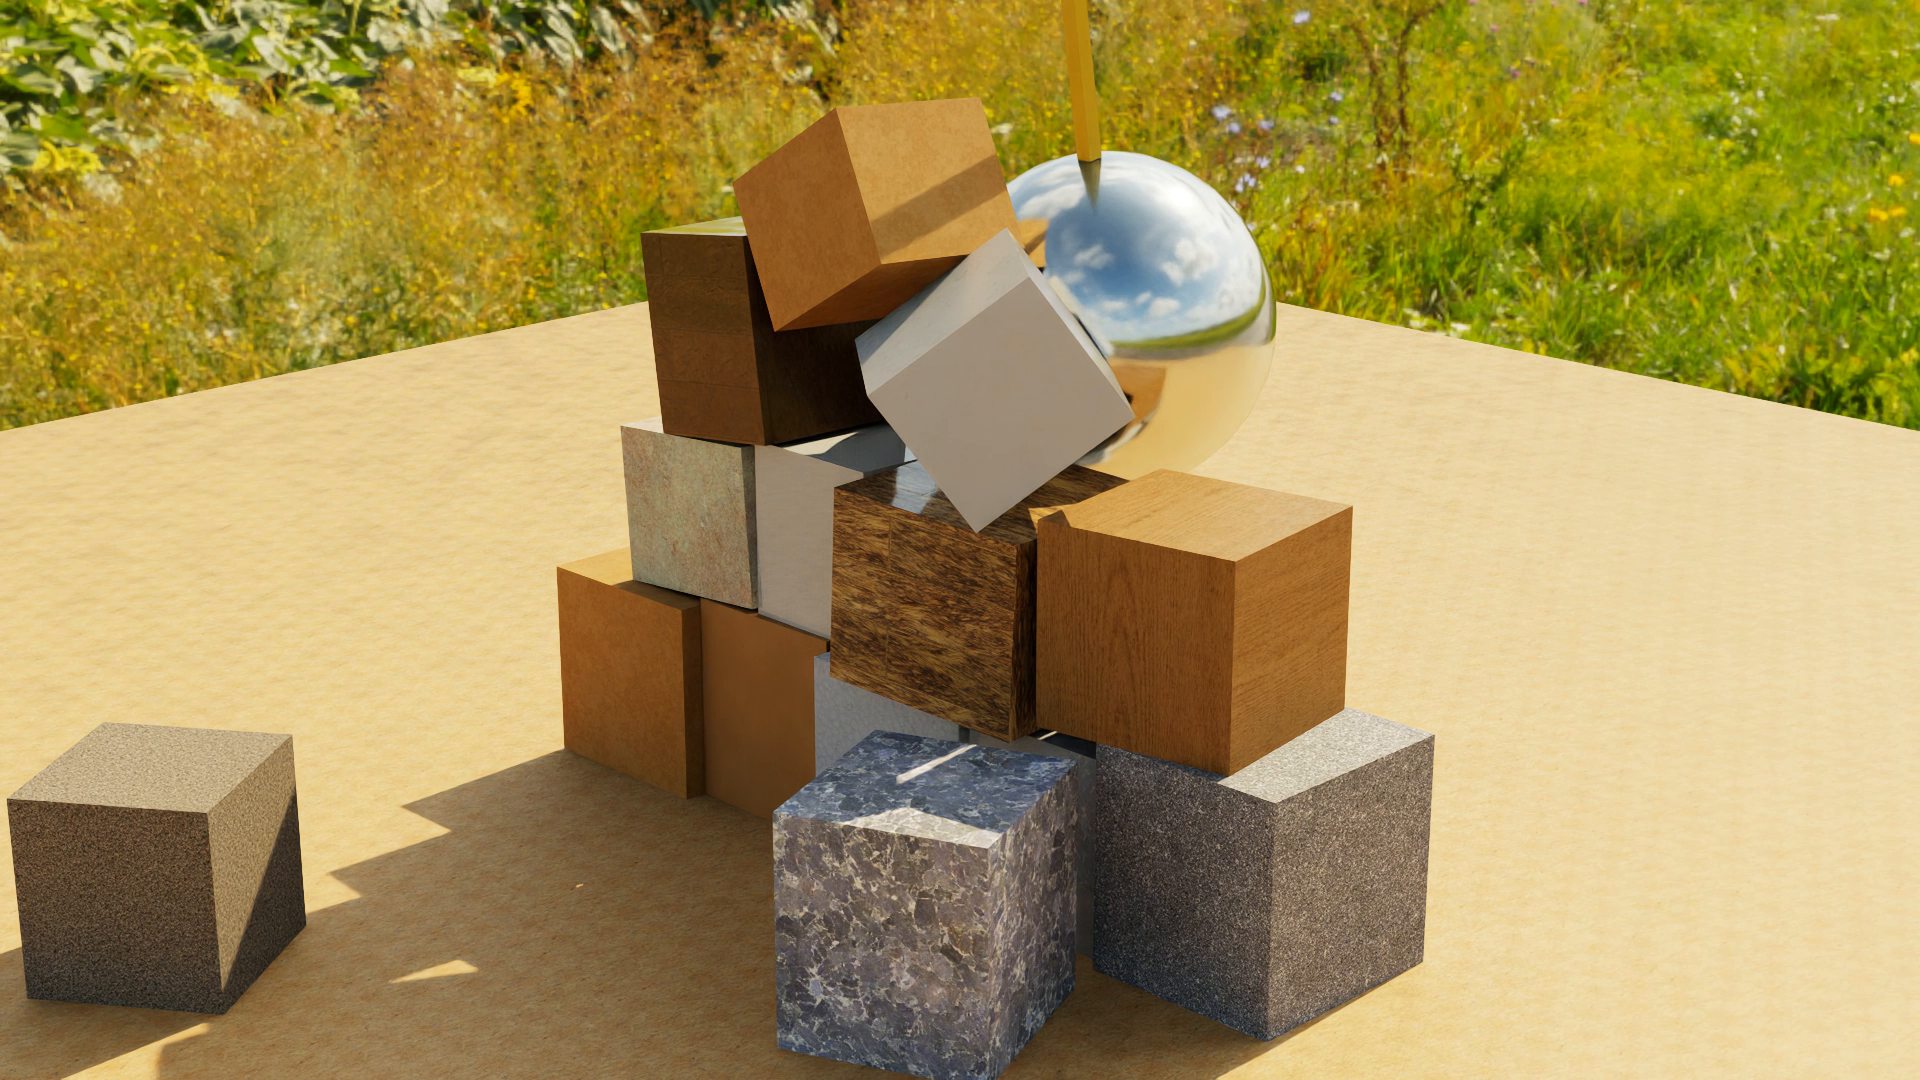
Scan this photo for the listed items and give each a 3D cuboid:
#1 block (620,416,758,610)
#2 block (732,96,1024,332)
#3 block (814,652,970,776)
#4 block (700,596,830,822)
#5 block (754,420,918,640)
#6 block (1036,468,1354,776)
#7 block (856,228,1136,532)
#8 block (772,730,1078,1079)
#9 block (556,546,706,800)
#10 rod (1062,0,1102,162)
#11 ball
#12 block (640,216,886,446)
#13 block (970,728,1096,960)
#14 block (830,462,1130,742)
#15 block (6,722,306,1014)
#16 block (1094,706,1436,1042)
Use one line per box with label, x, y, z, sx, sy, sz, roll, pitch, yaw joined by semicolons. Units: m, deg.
block;-1.019;-0.204;14.330;0.833;0.780;0.913;-16;20;-42
block;-0.372;-1.452;13.096;0.794;0.714;0.892;-11;-9;-37
block;0.047;0.979;13.613;1.089;0.969;0.936;-17;24;-42
block;-0.602;0.759;14.238;0.926;1.015;0.897;-17;24;-42
block;-0.430;-0.051;13.705;0.725;0.850;0.754;-16;23;-41
block;0.983;0.321;12.318;0.950;0.912;0.947;12;21;34
block;0.135;-0.693;12.498;0.826;0.759;0.860;-36;19;7
block;-0.125;1.478;11.931;0.915;1.027;0.976;7;19;22
block;-1.281;0.580;14.872;1.120;0.976;0.973;-17;24;-42
rod;0.297;-4.105;12.362;0.080;5.200;0.080;17;33;42
ball;0.684;-1.020;13.738;1.600;1.600;1.600;0;17;0
block;-0.880;-1.025;13.881;0.836;0.966;0.835;-15;15;-38
block;0.650;1.194;13.010;0.911;0.921;0.803;-17;24;-42
block;0.166;0.197;12.980;1.040;0.890;1.033;18;25;38
block;-3.391;1.378;12.459;0.872;0.901;0.886;3;18;10
block;1.278;1.323;12.391;0.953;1.045;1.056;17;24;42
